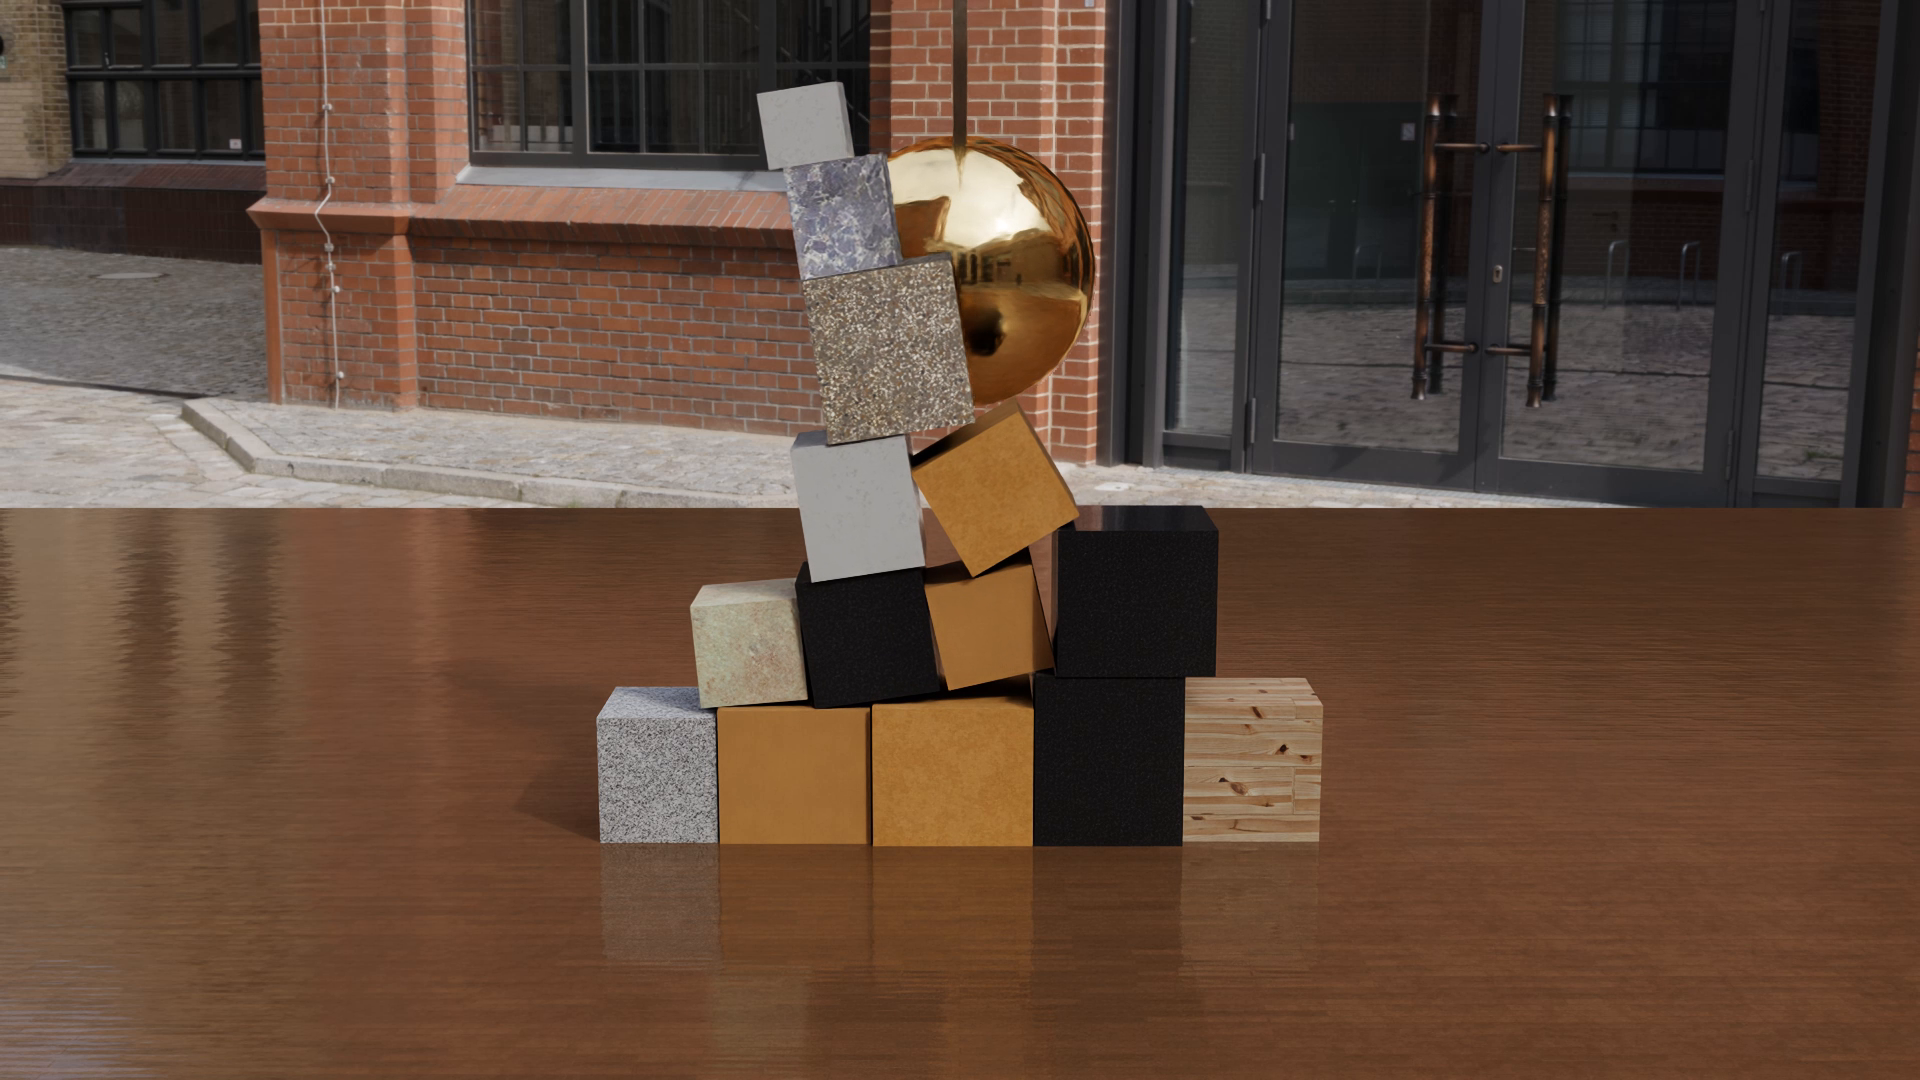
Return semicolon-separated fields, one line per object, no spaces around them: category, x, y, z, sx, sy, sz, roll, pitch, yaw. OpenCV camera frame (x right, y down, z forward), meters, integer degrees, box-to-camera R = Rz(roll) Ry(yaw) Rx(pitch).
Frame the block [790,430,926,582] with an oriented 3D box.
block;-0.503;-0.214;11.133;0.568;0.669;0.642;-8;10;1

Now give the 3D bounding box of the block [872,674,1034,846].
block;-0.036;1.126;11.385;0.804;0.711;0.749;0;10;0

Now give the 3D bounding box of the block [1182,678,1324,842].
block;1.476;1.129;11.380;0.691;0.708;0.582;0;10;0

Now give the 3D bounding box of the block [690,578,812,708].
block;-1.056;0.519;11.286;0.540;0.521;0.550;-5;10;1

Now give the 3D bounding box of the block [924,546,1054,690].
block;0.150;0.391;11.257;0.547;0.533;0.551;-13;10;2

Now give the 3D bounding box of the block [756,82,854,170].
block;-0.755;-2.040;10.834;0.391;0.367;0.435;-8;10;3

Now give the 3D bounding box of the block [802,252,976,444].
block;-0.346;-0.974;11.025;0.727;0.801;0.731;-9;10;1

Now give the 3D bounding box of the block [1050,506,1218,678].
block;0.875;0.248;11.221;0.786;0.736;0.773;0;10;0

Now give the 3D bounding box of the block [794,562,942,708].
block;-0.460;0.435;11.251;0.631;0.647;0.583;-8;10;2

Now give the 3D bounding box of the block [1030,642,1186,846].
block;0.748;1.042;11.376;0.745;0.880;0.768;0;10;0

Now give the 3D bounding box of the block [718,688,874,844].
block;-0.832;1.138;11.374;0.764;0.692;0.646;0;10;0

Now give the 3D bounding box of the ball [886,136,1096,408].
ball;0.000;-1.581;13.001;1.600;1.600;1.600;0;10;0

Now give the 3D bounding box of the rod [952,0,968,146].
rod;0.000;-4.510;11.274;0.080;5.200;0.080;0;31;0

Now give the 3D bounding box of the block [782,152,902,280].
block;-0.576;-1.611;10.911;0.481;0.547;0.434;-8;10;3

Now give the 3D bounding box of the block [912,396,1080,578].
block;0.174;-0.280;11.135;0.611;0.600;0.656;-30;9;5

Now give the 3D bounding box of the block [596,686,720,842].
block;-1.522;1.155;11.391;0.598;0.652;0.640;0;10;0
